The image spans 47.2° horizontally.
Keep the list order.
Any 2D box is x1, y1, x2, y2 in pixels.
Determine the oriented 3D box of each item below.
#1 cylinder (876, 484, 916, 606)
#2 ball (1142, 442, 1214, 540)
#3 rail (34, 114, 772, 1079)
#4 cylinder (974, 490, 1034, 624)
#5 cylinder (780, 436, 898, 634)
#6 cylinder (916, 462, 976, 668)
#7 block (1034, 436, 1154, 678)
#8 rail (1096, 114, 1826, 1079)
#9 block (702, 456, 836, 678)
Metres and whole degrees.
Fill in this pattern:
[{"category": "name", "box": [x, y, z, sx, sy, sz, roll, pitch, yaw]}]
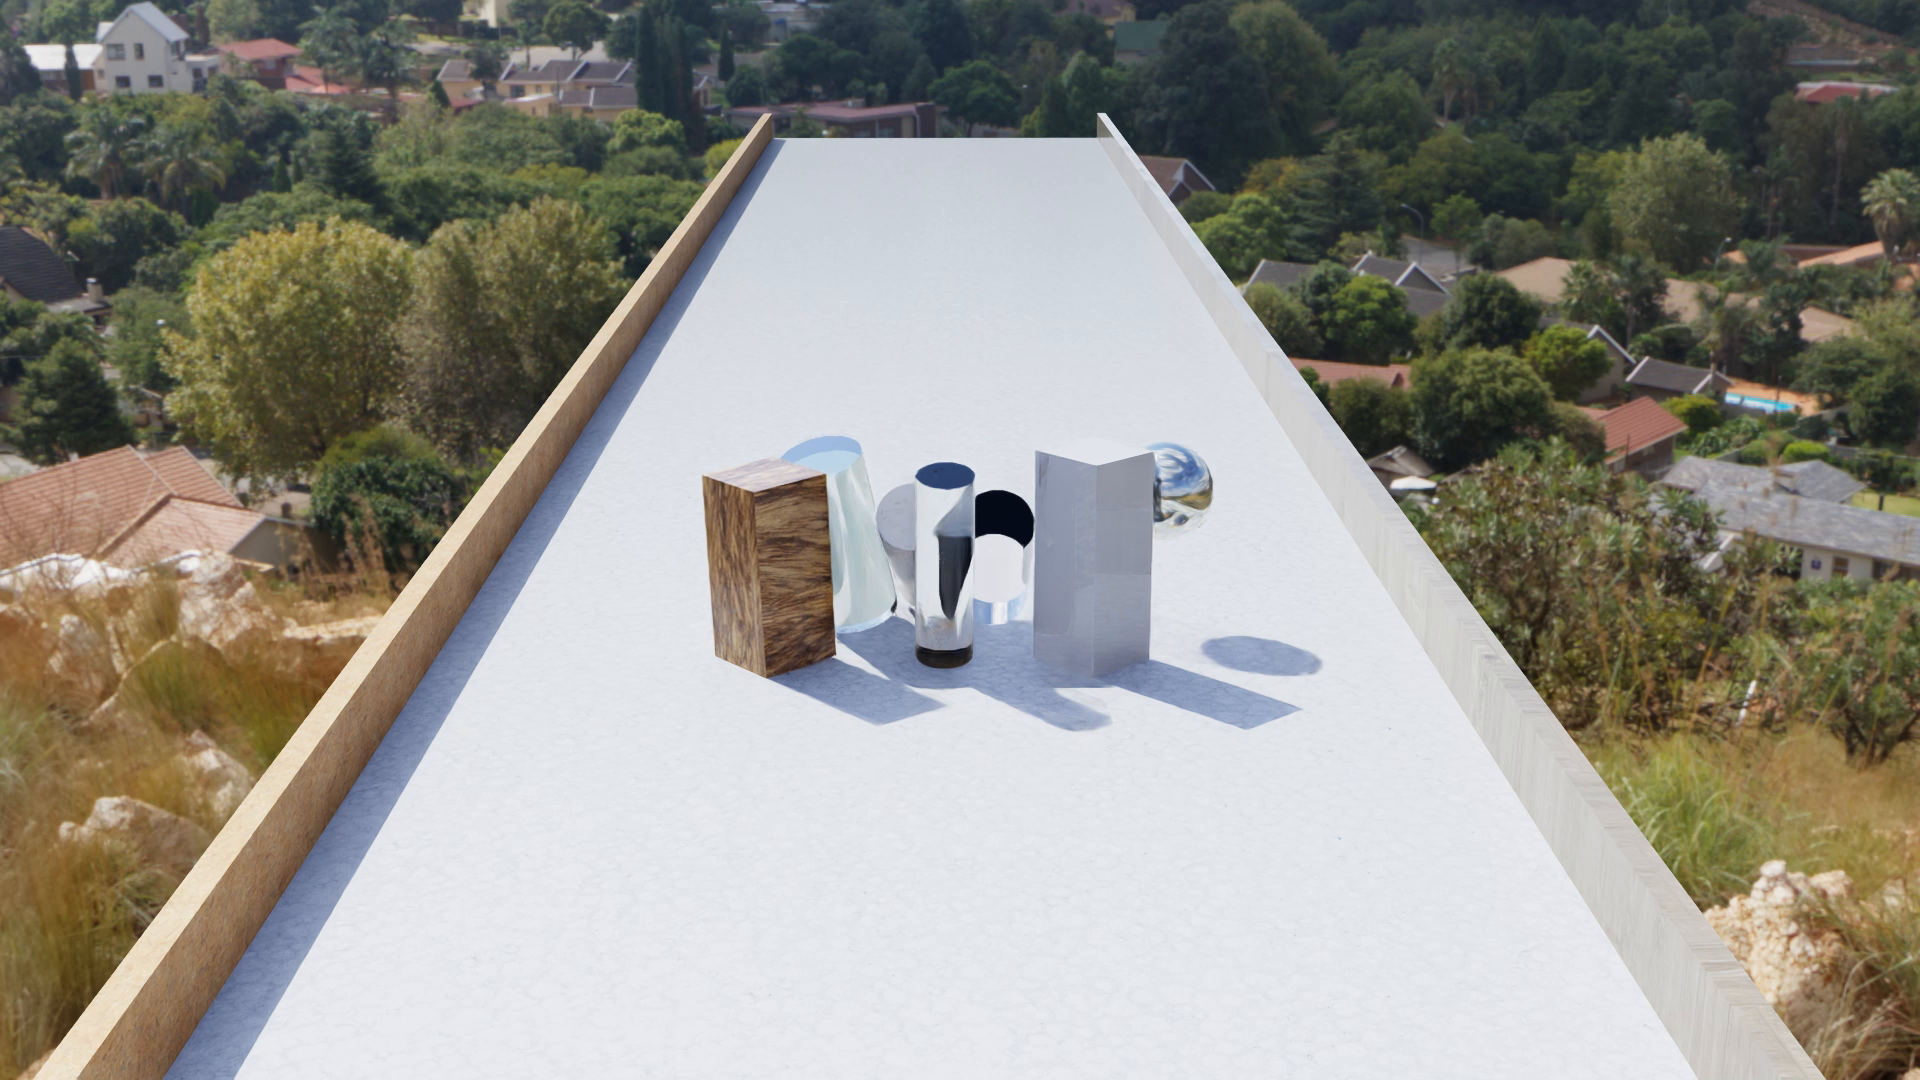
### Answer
[{"category": "cylinder", "box": [-0.082, 0.017, 4.562, 0.143, 0.143, 0.395, 1, -19, 5]}, {"category": "ball", "box": [0.423, -0.103, 4.538, 0.202, 0.202, 0.202, 0, 17, 0]}, {"category": "rail", "box": [-1.118, -0.838, 7.780, 0.050, 0.150, 12.000, 0, 17, -1]}, {"category": "cylinder", "box": [0.071, 0.039, 4.511, 0.152, 0.152, 0.328, 0, -26, -1]}, {"category": "cylinder", "box": [-0.251, -0.010, 4.546, 0.175, 0.372, 0.175, -9, 31, 5]}, {"category": "cylinder", "box": [-0.030, 0.052, 4.320, 0.116, 0.401, 0.116, 1, 29, 0]}, {"category": "block", "box": [0.264, 0.032, 4.364, 0.165, 0.431, 0.165, -15, 22, -41]}, {"category": "rail", "box": [0.932, -0.844, 7.801, 0.050, 0.150, 12.000, 0, 17, -1]}, {"category": "block", "box": [-0.378, 0.052, 4.369, 0.174, 0.382, 0.174, -17, 23, -38]}]
